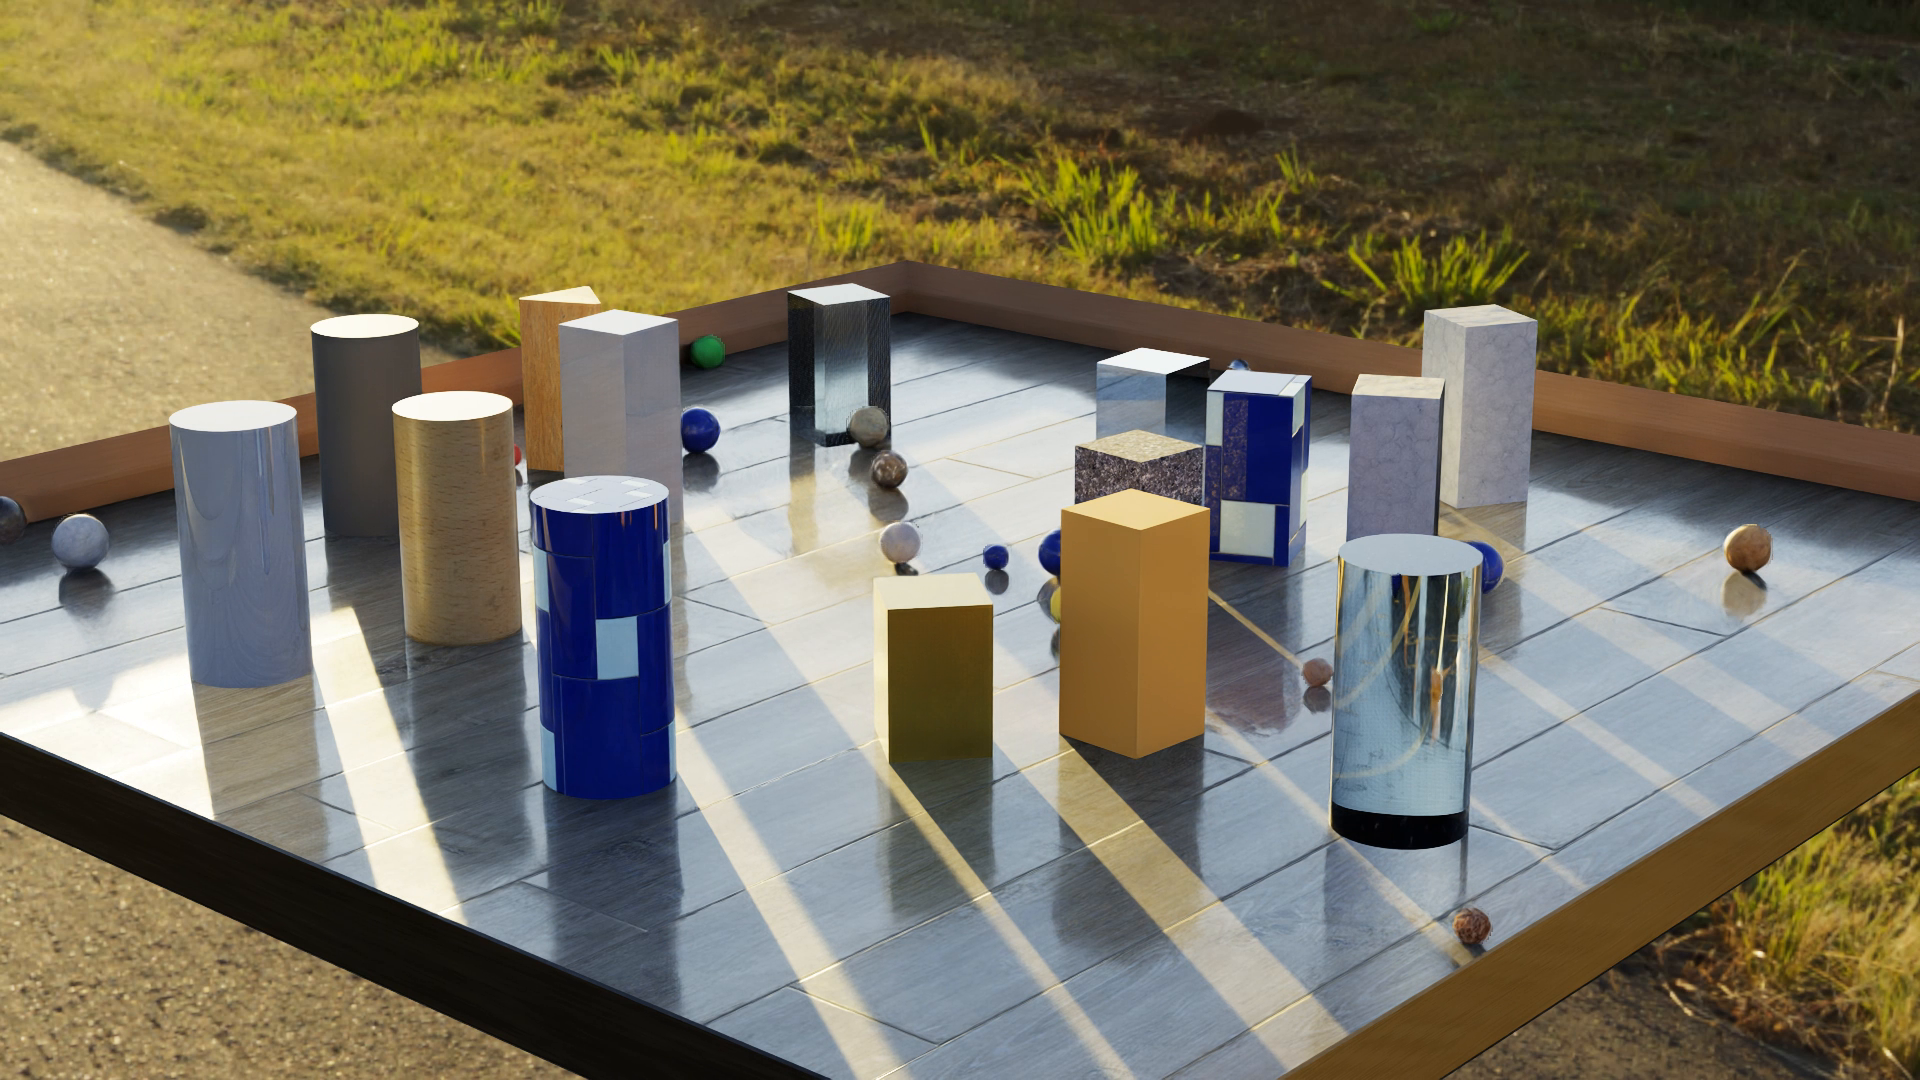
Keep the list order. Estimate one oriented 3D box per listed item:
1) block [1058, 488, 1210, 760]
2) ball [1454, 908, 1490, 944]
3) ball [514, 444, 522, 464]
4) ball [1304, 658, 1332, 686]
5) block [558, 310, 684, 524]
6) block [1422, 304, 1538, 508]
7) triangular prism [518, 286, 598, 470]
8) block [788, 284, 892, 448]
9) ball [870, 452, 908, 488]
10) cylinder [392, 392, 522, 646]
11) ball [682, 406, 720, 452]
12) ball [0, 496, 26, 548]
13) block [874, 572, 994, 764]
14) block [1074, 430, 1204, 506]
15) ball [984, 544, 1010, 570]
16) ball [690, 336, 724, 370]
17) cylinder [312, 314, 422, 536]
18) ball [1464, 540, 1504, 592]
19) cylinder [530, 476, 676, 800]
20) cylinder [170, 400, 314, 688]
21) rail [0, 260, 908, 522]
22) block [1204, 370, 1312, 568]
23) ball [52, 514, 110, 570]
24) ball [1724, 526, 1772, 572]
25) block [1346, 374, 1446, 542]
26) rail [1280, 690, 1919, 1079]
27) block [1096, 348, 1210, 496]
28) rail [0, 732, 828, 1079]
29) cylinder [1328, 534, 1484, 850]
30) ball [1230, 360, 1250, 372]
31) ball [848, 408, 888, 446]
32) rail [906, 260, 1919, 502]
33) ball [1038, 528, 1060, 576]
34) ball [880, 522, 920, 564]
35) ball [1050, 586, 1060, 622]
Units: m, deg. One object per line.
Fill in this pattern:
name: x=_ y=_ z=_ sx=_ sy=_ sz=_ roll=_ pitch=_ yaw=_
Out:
block: x=0.262 y=0.124 z=4.422 sx=0.157 sy=0.356 sz=0.157 roll=16 pitch=23 yaw=42
ball: x=0.653 y=0.492 z=3.739 sx=0.046 sy=0.046 sz=0.046 roll=0 pitch=17 yaw=0
ball: x=-0.913 y=-0.171 z=5.928 sx=0.052 sy=0.052 sz=0.052 roll=0 pitch=17 yaw=0
ball: x=0.571 y=0.210 z=4.674 sx=0.046 sy=0.046 sz=0.046 roll=0 pitch=17 yaw=0
block: x=-0.635 y=-0.220 z=5.508 sx=0.157 sy=0.388 sz=0.157 roll=11 pitch=20 yaw=33
block: x=1.003 y=-0.261 z=5.697 sx=0.157 sy=0.357 sz=0.157 roll=-6 pitch=18 yaw=-20
triangular prism: x=-0.776 y=-0.327 z=5.930 sx=0.170 sy=0.349 sz=0.147 roll=5 pitch=17 yaw=15
block: x=-0.253 y=-0.367 z=6.144 sx=0.157 sy=0.303 sz=0.157 roll=-10 pitch=19 yaw=-30
ball: x=-0.139 y=-0.138 z=5.781 sx=0.073 sy=0.073 sz=0.073 roll=0 pitch=17 yaw=0
cylinder: x=-0.839 y=-0.037 z=4.901 sx=0.197 sy=0.387 sz=0.197 roll=0 pitch=17 yaw=0
ball: x=-0.541 y=-0.227 z=6.039 sx=0.095 sy=0.095 sz=0.095 roll=0 pitch=17 yaw=0
ball: x=-1.770 y=-0.034 z=5.400 sx=0.095 sy=0.095 sz=0.095 roll=0 pitch=17 yaw=0
block: x=-0.041 y=0.190 z=4.404 sx=0.157 sy=0.240 sz=0.157 roll=-3 pitch=17 yaw=-9
block: x=0.311 y=-0.039 z=5.128 sx=0.157 sy=0.261 sz=0.157 roll=-15 pitch=23 yaw=-41
ball: x=0.066 y=0.031 z=5.269 sx=0.046 sy=0.046 sz=0.046 roll=0 pitch=17 yaw=0
ball: x=-0.583 y=-0.429 z=6.739 sx=0.077 sy=0.077 sz=0.077 roll=0 pitch=17 yaw=0
cylinder: x=-1.107 y=-0.217 z=5.511 sx=0.197 sy=0.380 sz=0.197 roll=0 pitch=17 yaw=0
ball: x=0.905 y=0.047 z=5.133 sx=0.093 sy=0.093 sz=0.093 roll=0 pitch=17 yaw=0
cylinder: x=-0.514 y=0.139 z=4.246 sx=0.197 sy=0.429 sz=0.197 roll=0 pitch=17 yaw=0
cylinder: x=-1.150 y=0.006 z=4.700 sx=0.197 sy=0.423 sz=0.197 roll=0 pitch=17 yaw=0
rail: x=-1.207 y=-0.270 z=6.123 sx=0.045 sy=0.128 sz=3.330 roll=14 pitch=22 yaw=39
block: x=0.541 y=-0.132 z=5.338 sx=0.157 sy=0.318 sz=0.157 roll=5 pitch=18 yaw=17
ball: x=-1.579 y=0.004 z=5.269 sx=0.098 sy=0.098 sz=0.098 roll=0 pitch=17 yaw=0
ball: x=1.411 y=0.017 z=5.253 sx=0.083 sy=0.083 sz=0.083 roll=0 pitch=17 yaw=0
block: x=0.800 y=-0.136 z=5.384 sx=0.157 sy=0.300 sz=0.157 roll=4 pitch=17 yaw=12
rail: x=1.207 y=0.334 z=4.117 sx=0.045 sy=0.128 sz=3.330 roll=14 pitch=22 yaw=39
block: x=0.373 y=-0.215 z=5.689 sx=0.157 sy=0.274 sz=0.157 roll=12 pitch=21 yaw=35
rail: x=-1.076 y=0.390 z=3.933 sx=3.243 sy=0.128 sz=0.045 roll=14 pitch=22 yaw=39
cylinder: x=0.617 y=0.209 z=4.073 sx=0.197 sy=0.396 sz=0.197 roll=0 pitch=17 yaw=0
ball: x=0.634 y=-0.387 z=6.656 sx=0.046 sy=0.046 sz=0.046 roll=0 pitch=17 yaw=0
ball: x=-0.190 y=-0.234 z=6.079 sx=0.081 sy=0.081 sz=0.081 roll=0 pitch=17 yaw=0
rail: x=1.076 y=-0.326 z=6.307 sx=3.243 sy=0.128 sz=0.045 roll=14 pitch=22 yaw=39
ball: x=0.183 y=0.022 z=5.225 sx=0.088 sy=0.088 sz=0.088 roll=0 pitch=17 yaw=0
ball: x=-0.109 y=0.005 z=5.304 sx=0.076 sy=0.076 sz=0.076 roll=0 pitch=17 yaw=0
ball: x=0.189 y=0.109 z=4.959 sx=0.074 sy=0.074 sz=0.074 roll=0 pitch=17 yaw=0
